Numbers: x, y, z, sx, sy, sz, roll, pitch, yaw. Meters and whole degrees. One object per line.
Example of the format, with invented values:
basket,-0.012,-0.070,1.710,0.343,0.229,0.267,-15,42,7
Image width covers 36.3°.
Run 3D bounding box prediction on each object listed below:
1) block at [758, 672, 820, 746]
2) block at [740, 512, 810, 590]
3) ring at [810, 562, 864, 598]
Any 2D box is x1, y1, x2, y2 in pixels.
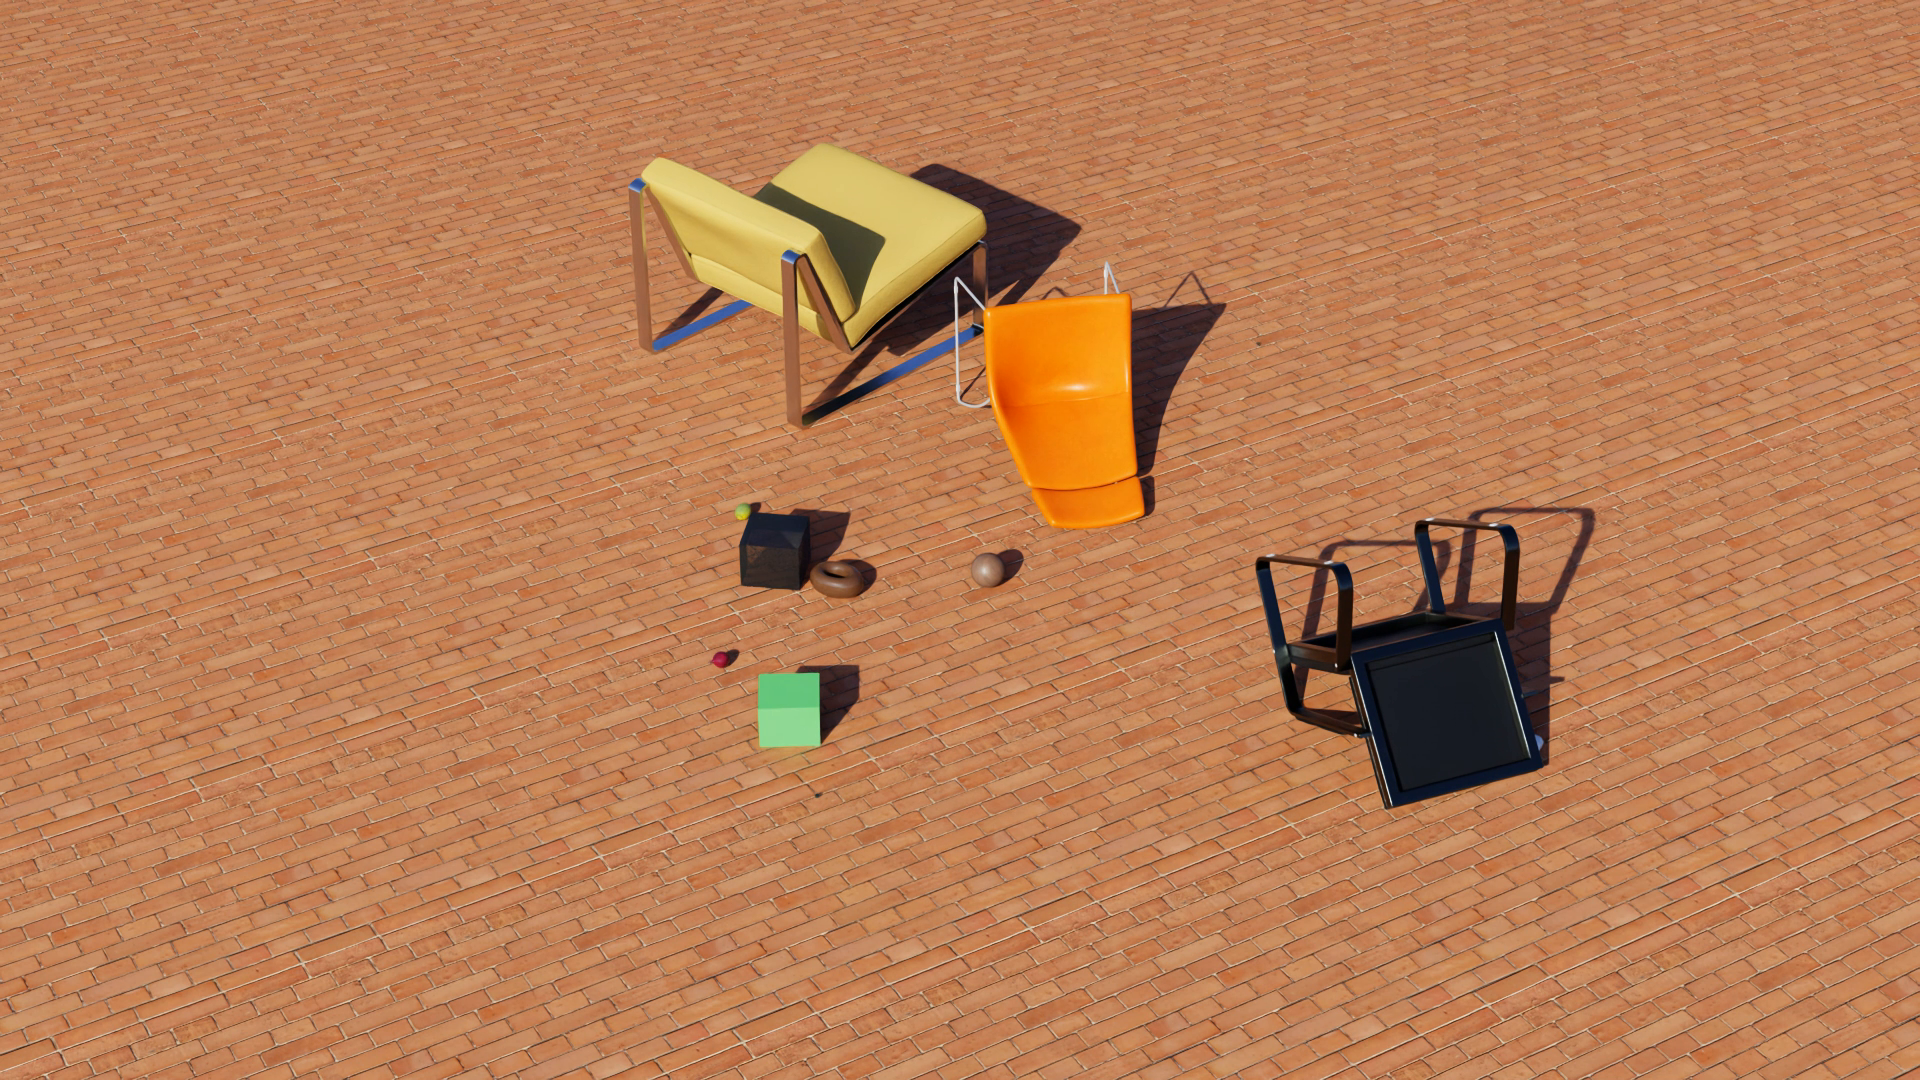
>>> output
block,-0.577,0.575,9.927,0.204,0.160,0.197,-1,33,-2
block,-0.675,0.041,10.719,0.218,0.180,0.220,5,34,7
ring,-0.448,0.145,10.652,0.213,0.082,0.157,17,36,26
